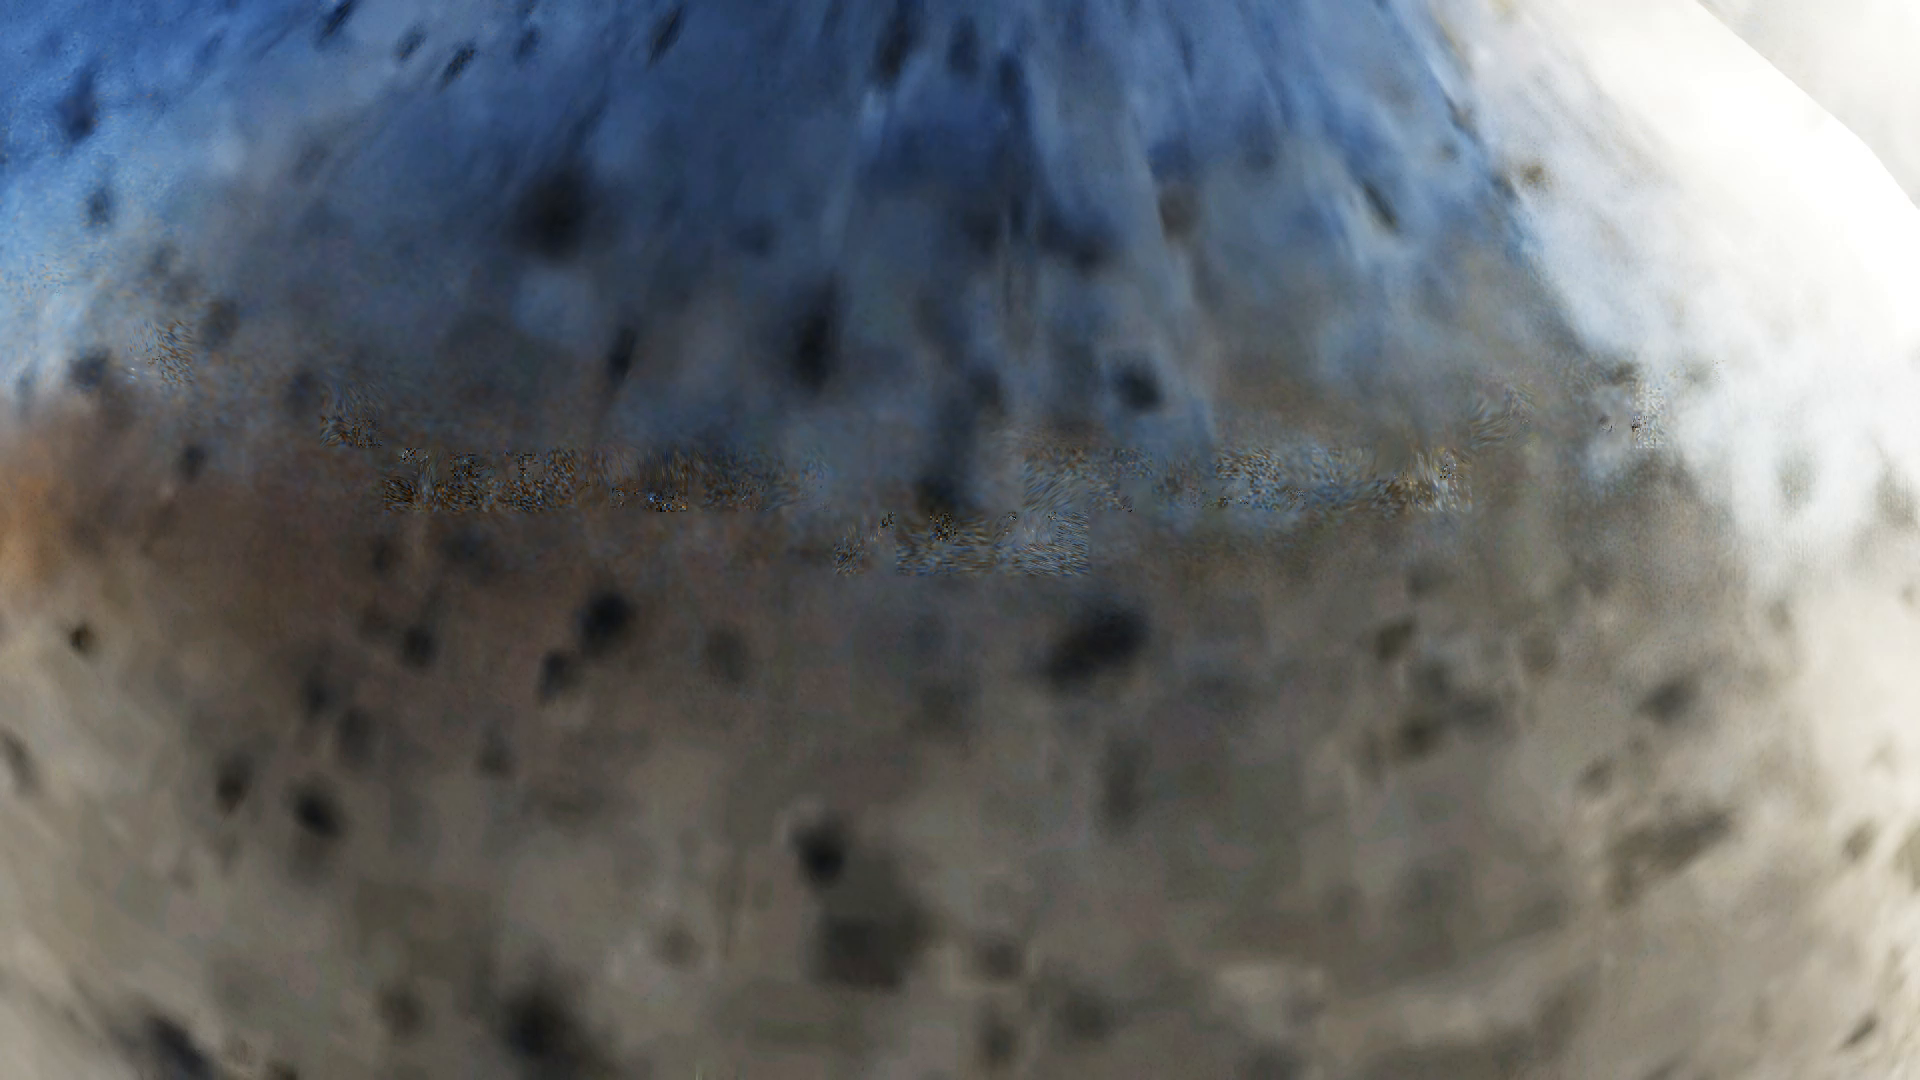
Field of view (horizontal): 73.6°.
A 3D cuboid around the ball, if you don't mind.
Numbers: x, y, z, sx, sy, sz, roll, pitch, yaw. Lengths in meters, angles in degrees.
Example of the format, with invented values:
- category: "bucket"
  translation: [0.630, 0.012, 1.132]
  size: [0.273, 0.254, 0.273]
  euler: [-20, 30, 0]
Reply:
- category: "ball"
  translation: [0.000, -0.002, 0.056]
  size: [0.080, 0.080, 0.080]
  euler: [0, 4, 0]
